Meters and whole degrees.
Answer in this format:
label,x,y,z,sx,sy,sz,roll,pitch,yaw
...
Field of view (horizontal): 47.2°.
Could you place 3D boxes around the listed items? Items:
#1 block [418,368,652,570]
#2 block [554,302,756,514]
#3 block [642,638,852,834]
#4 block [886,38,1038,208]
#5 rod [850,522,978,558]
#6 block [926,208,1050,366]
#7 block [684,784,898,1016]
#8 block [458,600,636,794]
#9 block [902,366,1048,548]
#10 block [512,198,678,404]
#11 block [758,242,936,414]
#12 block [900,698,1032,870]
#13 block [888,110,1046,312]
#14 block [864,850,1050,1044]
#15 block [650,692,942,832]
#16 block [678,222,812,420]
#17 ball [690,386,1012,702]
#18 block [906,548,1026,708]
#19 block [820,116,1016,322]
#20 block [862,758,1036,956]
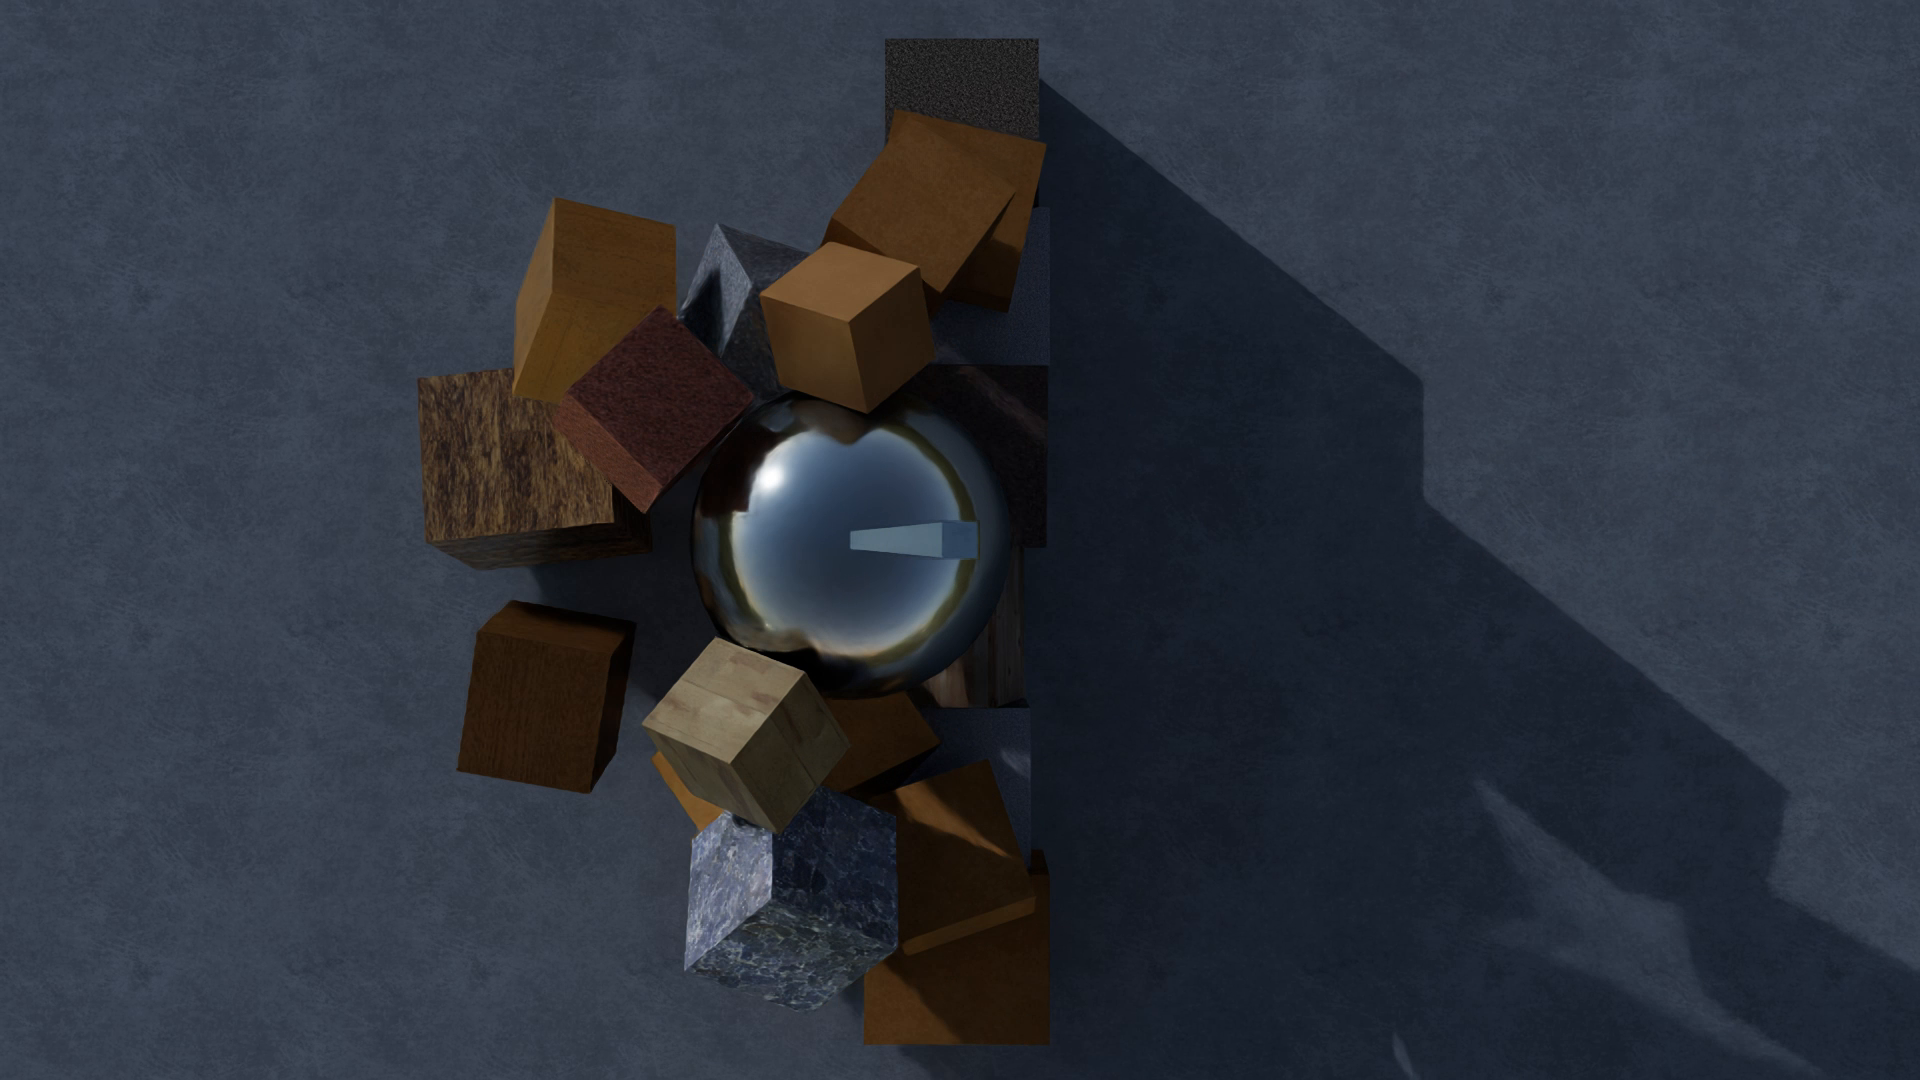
label,x,y,z,sx,sy,sz,roll,pitch,yaw
block,-2.378,-0.406,12.406,1.036,0.985,0.914,-6,80,3
block,-1.482,-0.622,10.604,0.628,0.655,0.629,45,71,-4
block,-1.024,0.937,10.585,0.629,0.568,0.575,18,58,39
block,0.011,-2.302,12.550,0.846,0.900,0.913,0,90,0
rod,-0.235,0.000,7.559,0.080,5.200,0.080,0,90,-5
block,-0.008,-1.401,12.567,1.006,0.866,0.870,0,90,0
block,-0.831,1.747,10.904,0.735,0.775,0.758,26,130,-27
block,-2.262,0.850,12.120,0.716,0.874,0.777,10,99,-1
block,-0.002,-0.457,12.498,0.958,1.003,0.994,0,90,0
block,-1.928,-1.215,11.603,0.650,0.792,0.698,11,48,-21
block,-0.533,-1.022,10.515,0.561,0.520,0.524,20,47,33
block,-0.003,1.378,12.575,0.788,0.851,0.895,0,90,0
block,-0.034,-1.728,11.682,0.797,0.840,0.814,13,91,0
block,-0.018,2.295,12.509,1.016,0.981,0.928,0,90,0
block,-0.877,1.132,11.775,0.845,1.005,0.846,53,130,14
block,-0.980,-1.113,11.909,0.842,0.822,0.731,15,114,-28
ball,-0.542,0.000,10.945,1.600,1.600,1.600,0,90,0
block,-0.111,0.482,12.490,0.815,0.867,0.868,-1,90,12
block,-0.230,-1.533,10.855,0.636,0.608,0.692,35,69,-1
block,-0.072,1.695,11.677,0.732,0.715,0.755,-18,74,-4
